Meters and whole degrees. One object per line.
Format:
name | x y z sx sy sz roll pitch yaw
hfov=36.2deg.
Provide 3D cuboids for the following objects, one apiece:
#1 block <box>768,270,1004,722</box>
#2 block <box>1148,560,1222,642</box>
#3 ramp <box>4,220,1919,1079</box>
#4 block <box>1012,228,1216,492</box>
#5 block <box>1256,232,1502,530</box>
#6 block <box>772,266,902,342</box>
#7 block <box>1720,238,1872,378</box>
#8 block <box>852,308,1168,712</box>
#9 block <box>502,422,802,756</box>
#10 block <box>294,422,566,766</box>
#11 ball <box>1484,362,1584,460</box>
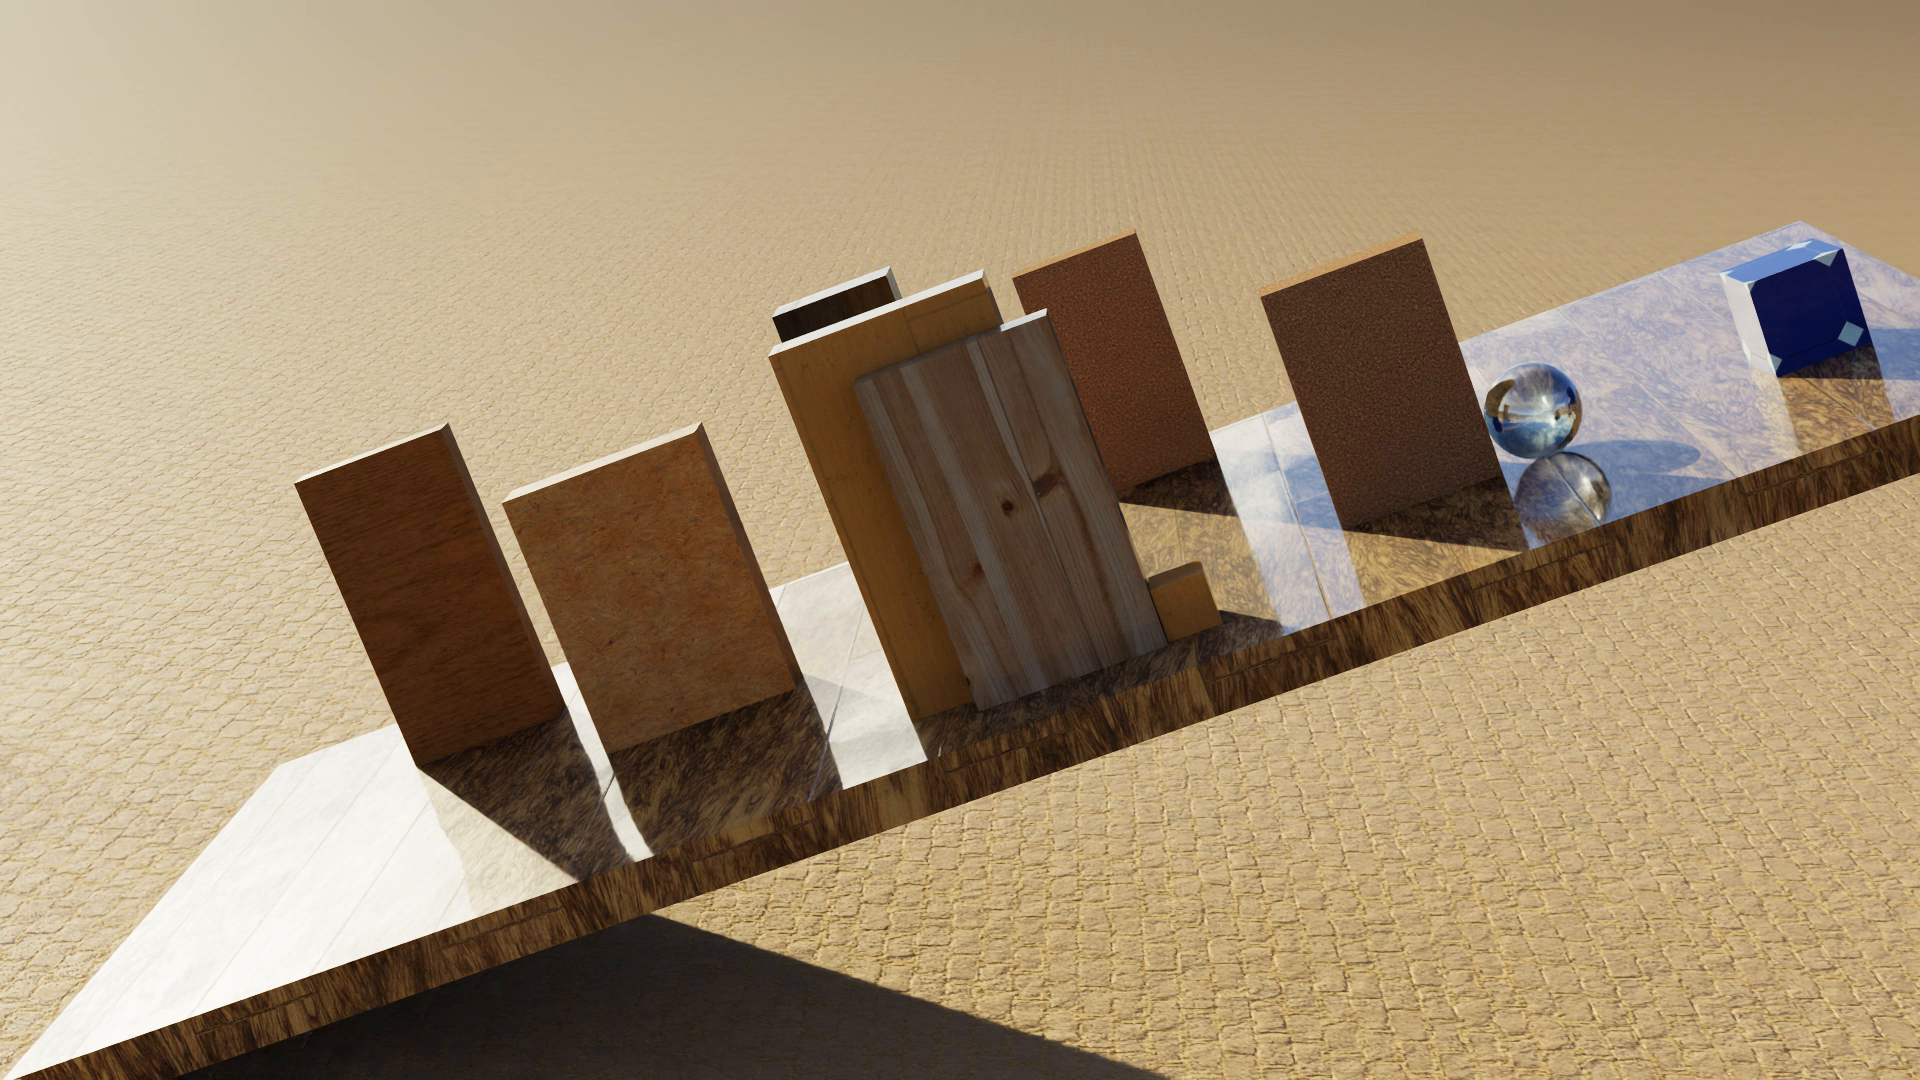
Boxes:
block | -0.024 -0.081 5.580 0.425 0.754 0.119 -20 12 7
block | 0.422 0.113 5.527 0.105 0.105 0.105 -20 12 6
ramp | 0.117 0.176 6.296 4.000 0.100 2.000 -20 12 7
block | 0.363 -0.413 6.916 0.304 0.560 0.096 -20 12 7
block | 0.827 -0.314 5.799 0.331 0.495 0.113 -20 12 7
block | -0.149 -0.203 6.426 0.262 0.730 0.146 -20 12 7
block | 1.640 -0.458 5.780 0.195 0.195 0.195 -20 11 3
block | 0.097 -0.053 5.469 0.377 0.660 0.084 -20 12 7
block | -0.651 0.104 6.256 0.437 0.587 0.123 -20 12 7
block | -1.223 0.130 6.814 0.366 0.721 0.086 -20 12 7
ball | 1.123 -0.254 5.762 0.191 0.191 0.191 0 13 0
